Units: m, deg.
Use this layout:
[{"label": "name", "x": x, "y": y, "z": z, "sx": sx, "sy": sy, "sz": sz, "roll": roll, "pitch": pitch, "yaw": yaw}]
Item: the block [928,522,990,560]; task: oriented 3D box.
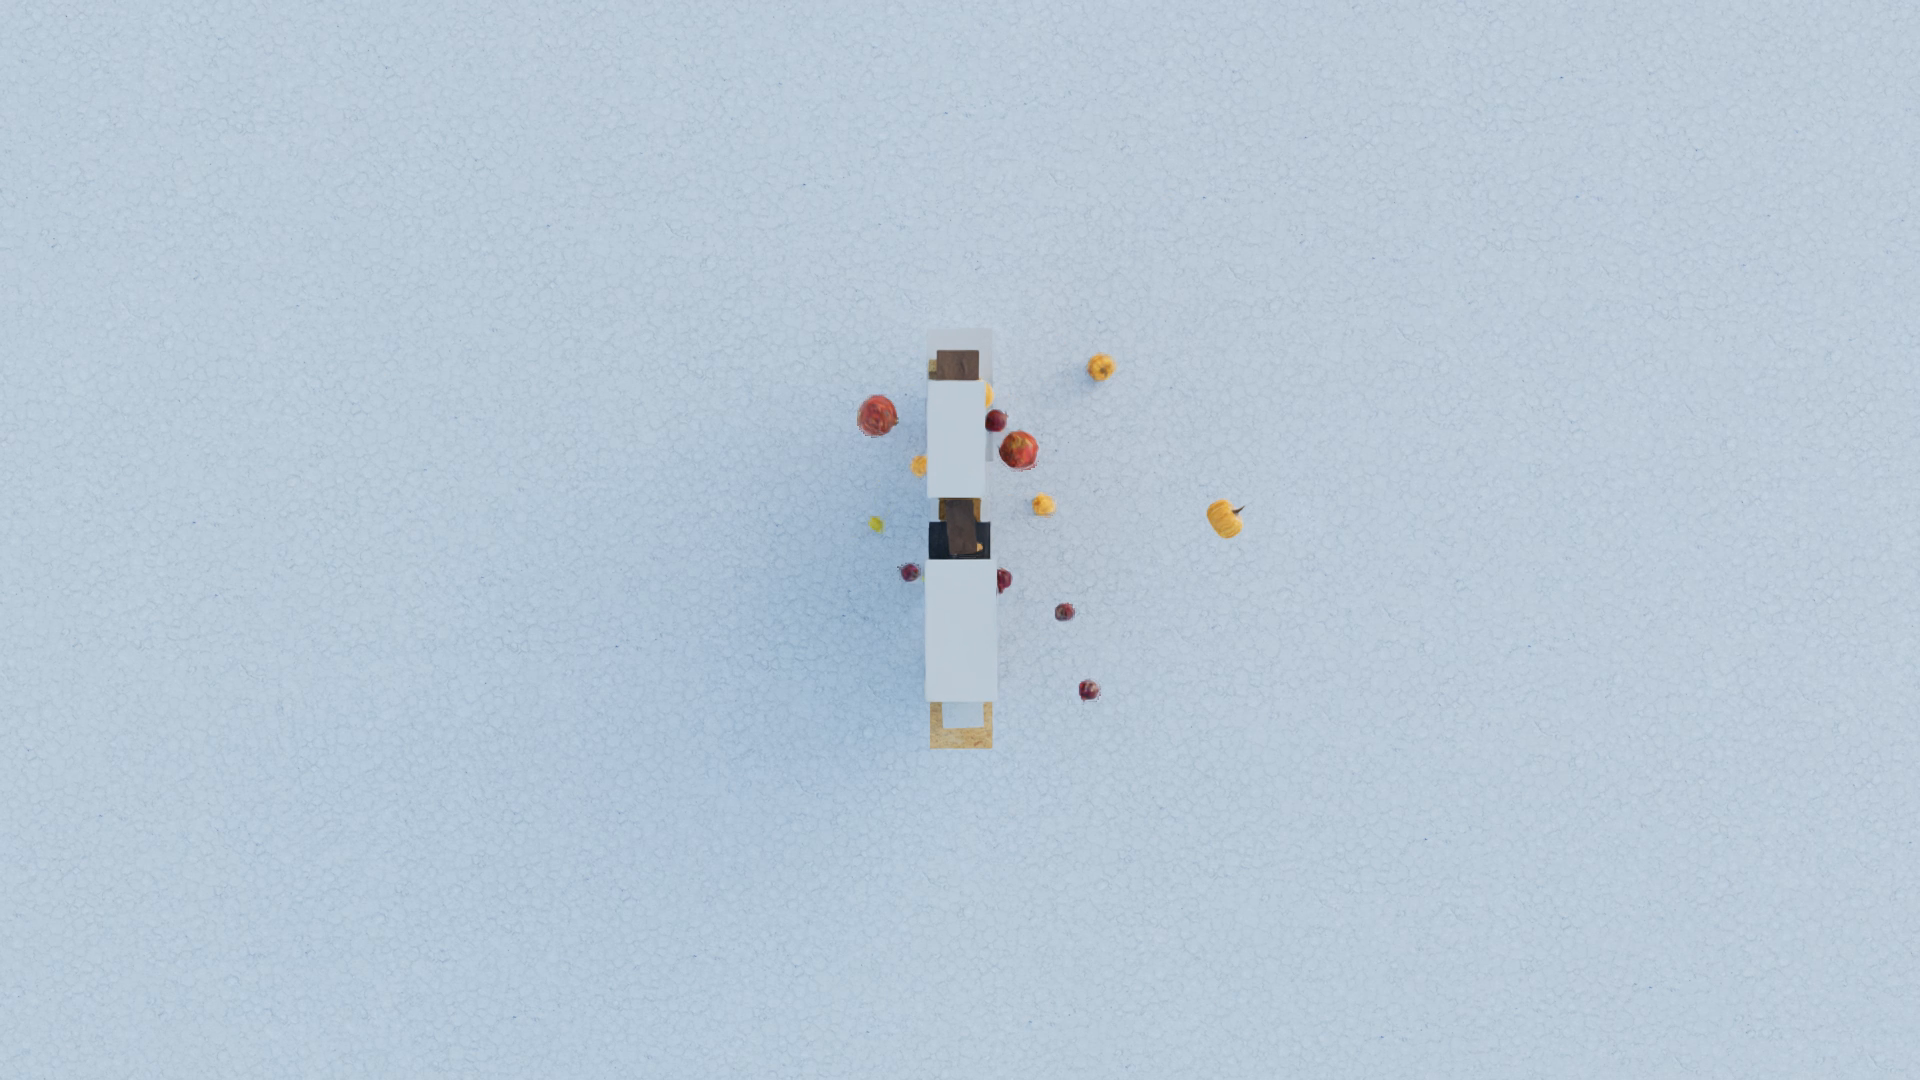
[{"label": "block", "x": -0.001, "y": 0.108, "z": 4.090, "sx": 0.153, "sy": 0.043, "sz": 0.305, "roll": 0, "pitch": 90, "yaw": 0}]

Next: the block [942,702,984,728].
[{"label": "block", "x": 0.005, "y": 0.373, "z": 4.196, "sx": 0.103, "sy": 0.029, "sz": 0.206, "roll": -2, "pitch": 90, "yaw": 0}]

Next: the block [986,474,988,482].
[{"label": "block", "x": -0.004, "y": -0.140, "z": 3.967, "sx": 0.135, "sy": 0.273, "sz": 0.038, "roll": 5, "pitch": 90, "yaw": 0}]

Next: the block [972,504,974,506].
[{"label": "block", "x": 0.000, "y": -0.079, "z": 4.019, "sx": 0.066, "sy": 0.167, "sz": 0.019, "roll": 7, "pitch": 88, "yaw": 0}]

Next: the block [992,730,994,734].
[{"label": "block", "x": 0.005, "y": 0.506, "z": 4.982, "sx": 0.168, "sy": 1.035, "sz": 0.048, "roll": -2, "pitch": 90, "yaw": 0}]

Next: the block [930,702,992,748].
[{"label": "block", "x": 0.004, "y": 0.391, "z": 4.441, "sx": 0.168, "sy": 0.048, "sz": 0.337, "roll": 0, "pitch": 90, "yaw": 0}]

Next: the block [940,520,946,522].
[{"label": "block", "x": -0.003, "y": -0.106, "z": 4.522, "sx": 0.102, "sy": 0.029, "sz": 0.203, "roll": 0, "pitch": 90, "yaw": 0}]

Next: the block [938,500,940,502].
[{"label": "block", "x": -0.001, "y": -0.084, "z": 4.320, "sx": 0.104, "sy": 0.374, "sz": 0.030, "roll": 0, "pitch": 90, "yaw": 0}]

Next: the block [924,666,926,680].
[{"label": "block", "x": 0.000, "y": 0.313, "z": 3.965, "sx": 0.160, "sy": 0.433, "sz": 0.045, "roll": -5, "pitch": 89, "yaw": 0}]

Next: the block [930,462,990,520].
[{"label": "block", "x": 0.000, "y": -0.223, "z": 4.763, "sx": 0.167, "sy": 0.047, "sz": 0.335, "roll": 0, "pitch": 90, "yaw": 0}]

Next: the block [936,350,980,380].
[{"label": "block", "x": -0.006, "y": -0.365, "z": 4.114, "sx": 0.106, "sy": 0.030, "sz": 0.212, "roll": 0, "pitch": 90, "yaw": 0}]

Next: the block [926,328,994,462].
[{"label": "block", "x": 0.000, "y": -0.383, "z": 4.366, "sx": 0.174, "sy": 0.049, "sz": 0.348, "roll": 0, "pitch": 90, "yaw": 0}]

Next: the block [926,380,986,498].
[{"label": "block", "x": -0.008, "y": -0.232, "z": 3.811, "sx": 0.135, "sy": 0.038, "sz": 0.269, "roll": 0, "pitch": 90, "yaw": 0}]

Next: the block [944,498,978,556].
[{"label": "block", "x": 0.002, "y": -0.033, "z": 3.923, "sx": 0.066, "sy": 0.019, "sz": 0.132, "roll": -5, "pitch": 86, "yaw": -1}]

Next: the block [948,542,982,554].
[{"label": "block", "x": 0.011, "y": 0.019, "z": 3.999, "sx": 0.066, "sy": 0.132, "sz": 0.019, "roll": -5, "pitch": 89, "yaw": -7}]

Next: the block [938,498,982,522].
[{"label": "block", "x": 0.002, "y": -0.153, "z": 4.118, "sx": 0.104, "sy": 0.030, "sz": 0.209, "roll": 2, "pitch": 90, "yaw": 0}]

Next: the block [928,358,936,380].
[{"label": "block", "x": -0.026, "y": -0.434, "z": 4.235, "sx": 0.106, "sy": 0.212, "sz": 0.030, "roll": 5, "pitch": 90, "yaw": 0}]

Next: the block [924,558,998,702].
[{"label": "block", "x": 0.002, "y": 0.204, "z": 3.725, "sx": 0.160, "sy": 0.045, "sz": 0.320, "roll": 0, "pitch": 90, "yaw": 0}]

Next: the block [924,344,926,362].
[{"label": "block", "x": -0.003, "y": -0.500, "z": 4.945, "sx": 0.174, "sy": 1.109, "sz": 0.049, "roll": 0, "pitch": 90, "yaw": 0}]
